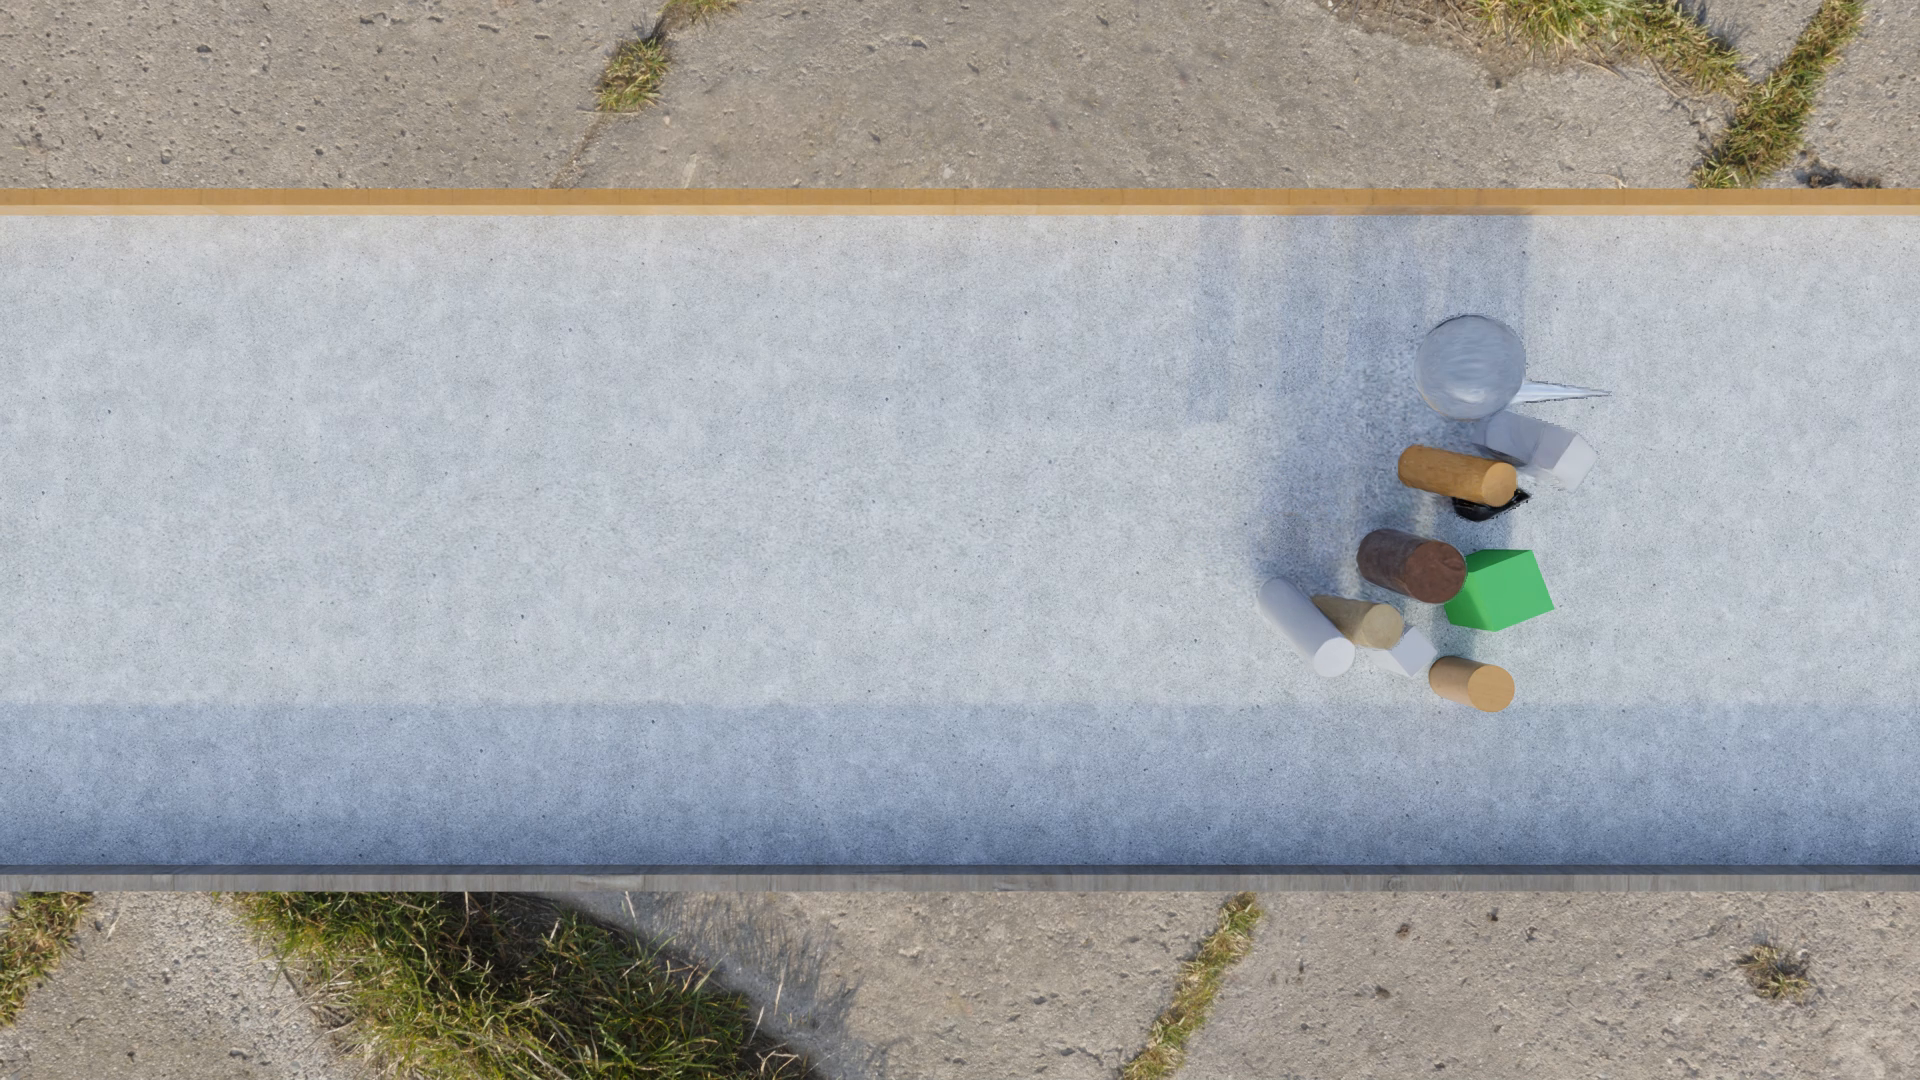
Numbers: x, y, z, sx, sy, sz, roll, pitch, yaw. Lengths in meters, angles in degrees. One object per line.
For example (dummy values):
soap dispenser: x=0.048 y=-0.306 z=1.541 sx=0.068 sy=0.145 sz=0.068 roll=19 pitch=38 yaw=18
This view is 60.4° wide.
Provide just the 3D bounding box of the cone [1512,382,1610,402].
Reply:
cone: x=1.729 y=-0.442 z=4.917 sx=0.421 sy=0.102 sz=0.102 roll=5 pitch=90 yaw=34

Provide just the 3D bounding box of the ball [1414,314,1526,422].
ball: x=1.493 y=-0.504 z=4.836 sx=0.311 sy=0.311 sz=0.311 roll=0 pitch=90 yaw=0

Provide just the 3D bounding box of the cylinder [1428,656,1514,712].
cylinder: x=1.510 y=0.423 z=4.881 sx=0.135 sy=0.390 sz=0.135 roll=0 pitch=90 yaw=0

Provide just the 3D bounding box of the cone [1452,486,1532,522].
cone: x=1.609 y=-0.132 z=4.877 sx=0.173 sy=0.384 sz=0.173 roll=0 pitch=93 yaw=-5

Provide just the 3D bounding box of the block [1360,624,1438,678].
block: x=1.293 y=0.317 z=4.901 sx=0.105 sy=0.347 sz=0.105 roll=-42 pitch=92 yaw=0

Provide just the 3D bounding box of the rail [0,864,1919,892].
rail: x=-2.247 y=1.025 z=5.001 sx=12.000 sy=0.150 sz=0.050 roll=0 pitch=90 yaw=0

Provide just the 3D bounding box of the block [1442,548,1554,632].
block: x=1.561 y=0.144 z=4.863 sx=0.179 sy=0.427 sz=0.179 roll=-21 pitch=90 yaw=0

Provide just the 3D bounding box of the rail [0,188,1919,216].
rail: x=-2.247 y=-1.025 z=5.002 sx=12.000 sy=0.150 sz=0.050 roll=0 pitch=90 yaw=0

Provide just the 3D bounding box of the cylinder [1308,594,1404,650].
cylinder: x=1.155 y=0.240 z=4.881 sx=0.131 sy=0.368 sz=0.131 roll=-1 pitch=92 yaw=-16

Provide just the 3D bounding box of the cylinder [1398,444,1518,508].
cylinder: x=1.468 y=-0.192 z=4.887 sx=0.131 sy=0.361 sz=0.131 roll=-6 pitch=103 yaw=-26

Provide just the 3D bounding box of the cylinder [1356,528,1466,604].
cylinder: x=1.326 y=0.072 z=4.869 sx=0.180 sy=0.393 sz=0.180 roll=-1 pitch=96 yaw=-6

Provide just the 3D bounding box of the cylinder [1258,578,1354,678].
cylinder: x=1.019 y=0.255 z=4.881 sx=0.130 sy=0.378 sz=0.130 roll=-7 pitch=118 yaw=-14

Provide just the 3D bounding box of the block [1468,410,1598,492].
block: x=1.693 y=-0.272 z=4.886 sx=0.128 sy=0.333 sz=0.128 roll=35 pitch=90 yaw=-34
